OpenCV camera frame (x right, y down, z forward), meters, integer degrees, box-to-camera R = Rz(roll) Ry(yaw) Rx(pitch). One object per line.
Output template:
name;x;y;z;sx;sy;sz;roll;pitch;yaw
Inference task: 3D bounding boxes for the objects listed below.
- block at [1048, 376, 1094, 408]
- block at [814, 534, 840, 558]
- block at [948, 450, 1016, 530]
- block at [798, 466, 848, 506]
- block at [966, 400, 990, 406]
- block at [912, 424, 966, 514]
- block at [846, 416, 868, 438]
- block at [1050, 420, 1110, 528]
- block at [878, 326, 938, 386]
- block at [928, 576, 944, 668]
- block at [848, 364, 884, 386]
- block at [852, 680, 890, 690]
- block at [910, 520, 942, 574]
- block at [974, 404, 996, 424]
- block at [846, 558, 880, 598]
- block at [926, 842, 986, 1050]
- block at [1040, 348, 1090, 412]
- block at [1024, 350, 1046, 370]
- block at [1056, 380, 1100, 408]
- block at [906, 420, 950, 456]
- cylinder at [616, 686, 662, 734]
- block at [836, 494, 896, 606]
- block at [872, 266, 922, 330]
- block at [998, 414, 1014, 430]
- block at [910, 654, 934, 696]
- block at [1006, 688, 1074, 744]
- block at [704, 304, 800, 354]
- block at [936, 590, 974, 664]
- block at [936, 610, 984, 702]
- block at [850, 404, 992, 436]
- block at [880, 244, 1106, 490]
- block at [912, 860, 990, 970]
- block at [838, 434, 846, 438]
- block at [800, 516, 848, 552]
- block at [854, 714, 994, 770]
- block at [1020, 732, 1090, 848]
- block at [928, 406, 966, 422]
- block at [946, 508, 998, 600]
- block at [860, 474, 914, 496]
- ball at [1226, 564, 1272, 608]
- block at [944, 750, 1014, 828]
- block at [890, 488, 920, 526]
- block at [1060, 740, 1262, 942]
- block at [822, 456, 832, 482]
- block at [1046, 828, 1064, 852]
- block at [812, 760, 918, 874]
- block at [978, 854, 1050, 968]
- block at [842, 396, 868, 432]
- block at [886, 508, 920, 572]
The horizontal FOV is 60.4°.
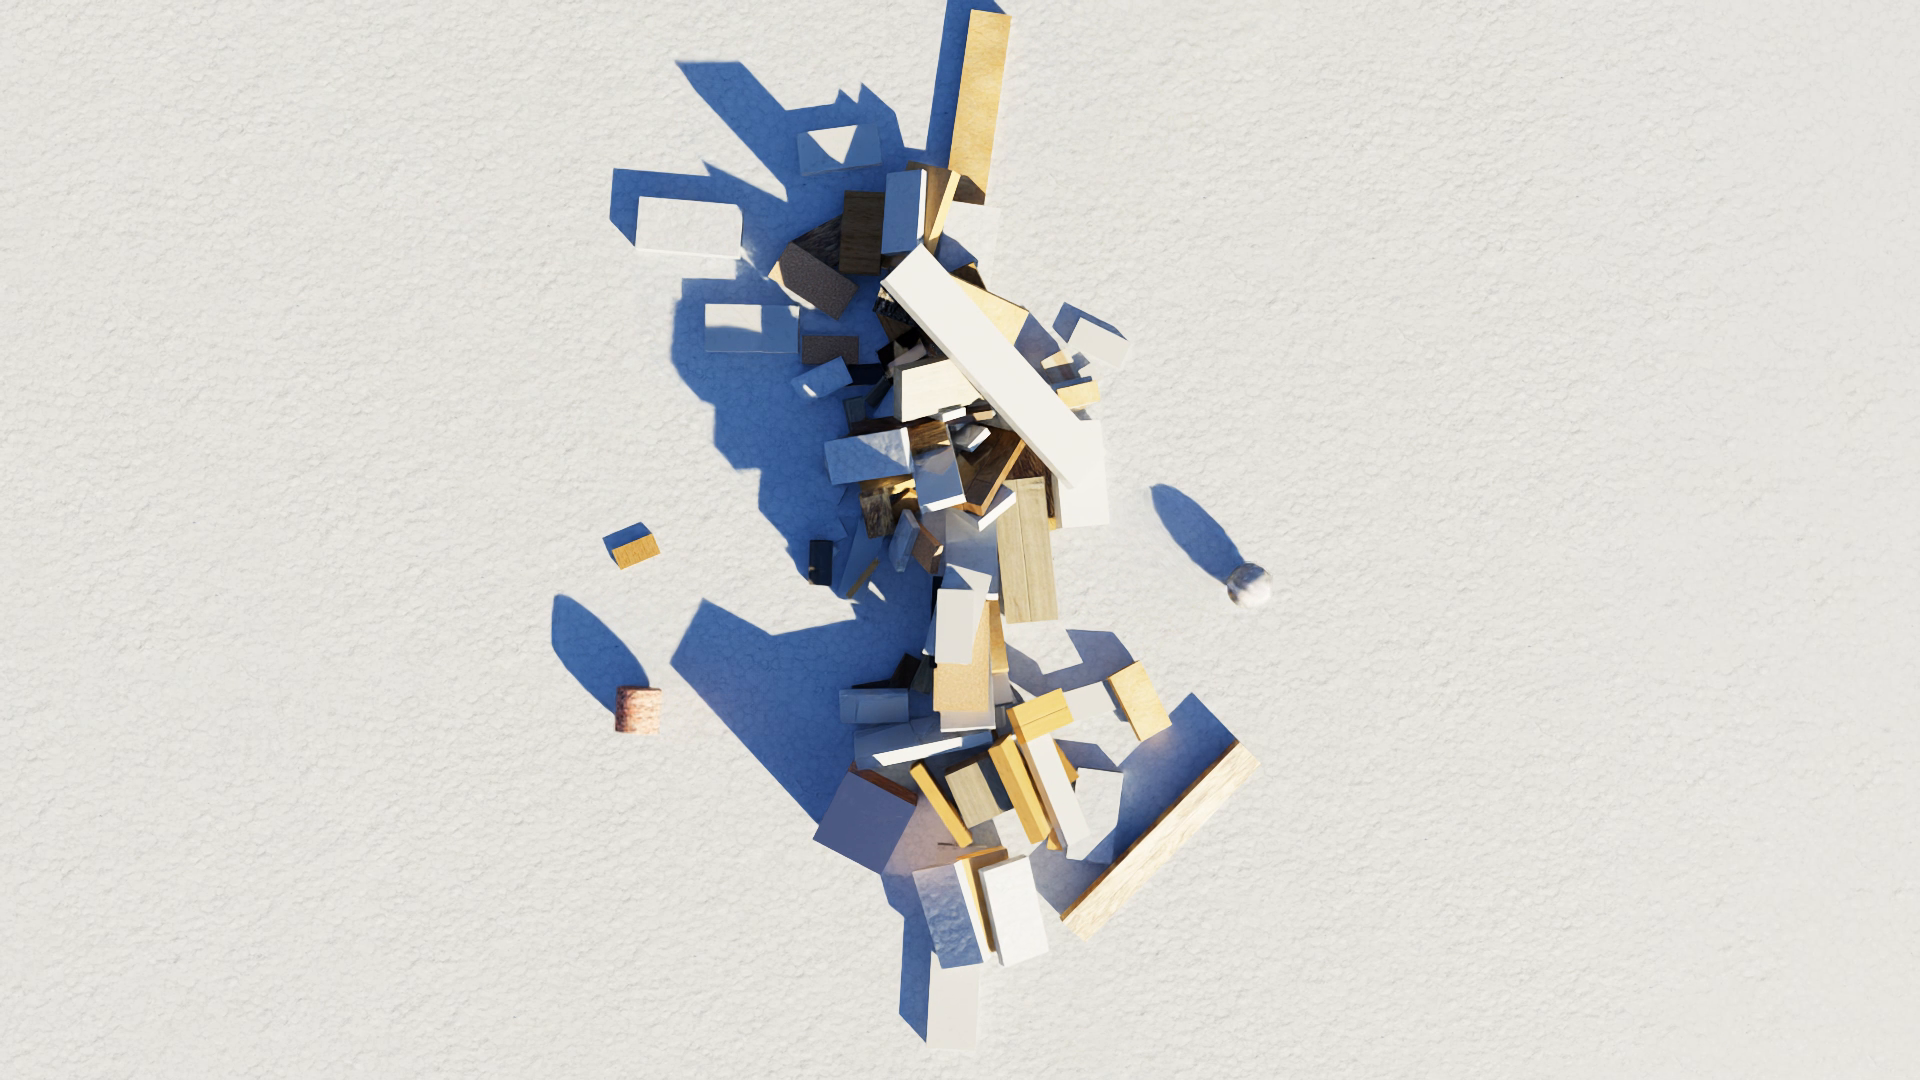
block;0.353;-0.478;5.437;0.182;0.026;0.091;-14;99;-3
block;-0.449;0.025;5.473;0.090;0.013;0.045;40;94;-11
block;0.005;-0.175;5.366;0.165;0.047;0.330;-40;57;-23
block;-0.455;-0.180;5.489;0.148;0.021;0.074;27;90;0
block;0.071;-0.461;5.446;0.101;0.050;0.014;-8;116;-1
block;-0.080;-0.229;5.295;0.144;0.041;0.297;-16;53;4
block;-0.334;-0.332;5.447;0.071;0.020;0.142;42;82;5
block;0.390;-0.217;5.441;0.173;0.049;0.346;-5;89;-22
block;-0.153;-0.564;5.380;0.152;0.152;0.152;-32;134;10
block;-0.020;0.260;5.195;0.144;0.041;0.287;2;88;1
block;-0.324;-0.550;5.490;0.137;0.019;0.068;-4;90;0
block;-0.287;0.507;5.490;0.139;0.020;0.069;-9;90;0
block;-0.127;0.012;5.349;0.027;0.301;0.095;4;108;-23
block;0.107;-0.474;5.487;0.190;0.027;0.095;-44;90;0
block;-0.319;0.126;5.431;0.021;0.076;0.151;39;93;-2
block;-0.012;1.349;5.477;0.164;0.046;0.673;3;90;0
block;0.355;-0.524;5.458;0.095;0.027;0.203;-29;99;-1
block;0.106;-0.534;5.466;0.387;0.014;0.050;-22;90;0
block;0.390;-0.477;5.418;0.134;0.019;0.067;-13;99;-3
block;-0.134;-0.324;5.334;0.190;0.027;0.095;-16;53;4
cylinder;-1.058;0.560;5.429;0.142;0.142;0.142;4;90;0
block;-0.286;-0.060;5.469;0.091;0.026;0.553;17;94;0
block;-0.114;-0.765;5.372;0.307;0.043;0.153;20;107;-4
block;0.199;-0.413;5.491;0.134;0.019;0.067;-22;90;0
block;-0.106;0.439;5.476;0.069;0.020;0.139;25;90;-25
block;0.263;0.575;5.386;0.238;0.034;0.119;-17;83;-44
block;-0.690;-0.701;5.478;0.307;0.043;0.153;1;90;0
block;-0.016;0.266;5.077;0.113;0.032;0.225;2;88;1
block;0.002;0.360;5.151;0.144;0.041;0.287;1;88;1
block;-0.126;-0.392;5.407;0.459;0.095;0.027;-10;116;-4
block;0.116;-0.550;5.296;0.910;0.049;0.173;47;71;-13
block;-0.028;1.225;5.392;0.167;0.047;0.335;-17;90;30
block;-0.373;-0.273;5.489;0.074;0.021;0.148;4;90;0
block;-0.450;-0.012;5.490;0.142;0.020;0.071;-28;90;0
block;-0.122;0.648;5.414;0.448;0.167;0.047;-12;115;0
block;0.297;0.779;5.371;0.112;0.032;0.429;-18;84;-44
block;-0.079;-0.430;5.400;0.093;0.186;0.026;-20;118;-36
block;0.037;0.032;5.312;0.165;0.047;0.330;-1;65;1
block;-0.191;-0.233;5.384;0.288;0.041;0.144;-19;56;2
ball;0.952;0.151;5.426;0.149;0.149;0.149;0;90;0
block;0.072;0.809;5.408;0.184;0.184;0.184;-24;90;0
block;-0.183;-0.107;5.407;0.076;0.021;0.151;31;129;-28
block;0.664;0.997;5.463;0.831;0.034;0.119;-45;111;0
block;-0.422;-0.238;5.473;0.045;0.013;0.090;-14;90;0
block;0.325;0.974;5.492;0.054;0.015;0.116;10;91;-2
block;-0.305;0.902;5.377;0.247;0.247;0.247;28;90;0
block;0.177;1.217;5.418;0.164;0.046;0.328;-15;97;-21
block;-0.343;-0.406;5.478;0.068;0.019;0.137;-13;82;-3
block;-0.186;0.002;5.407;0.027;0.095;0.190;-1;131;-28
